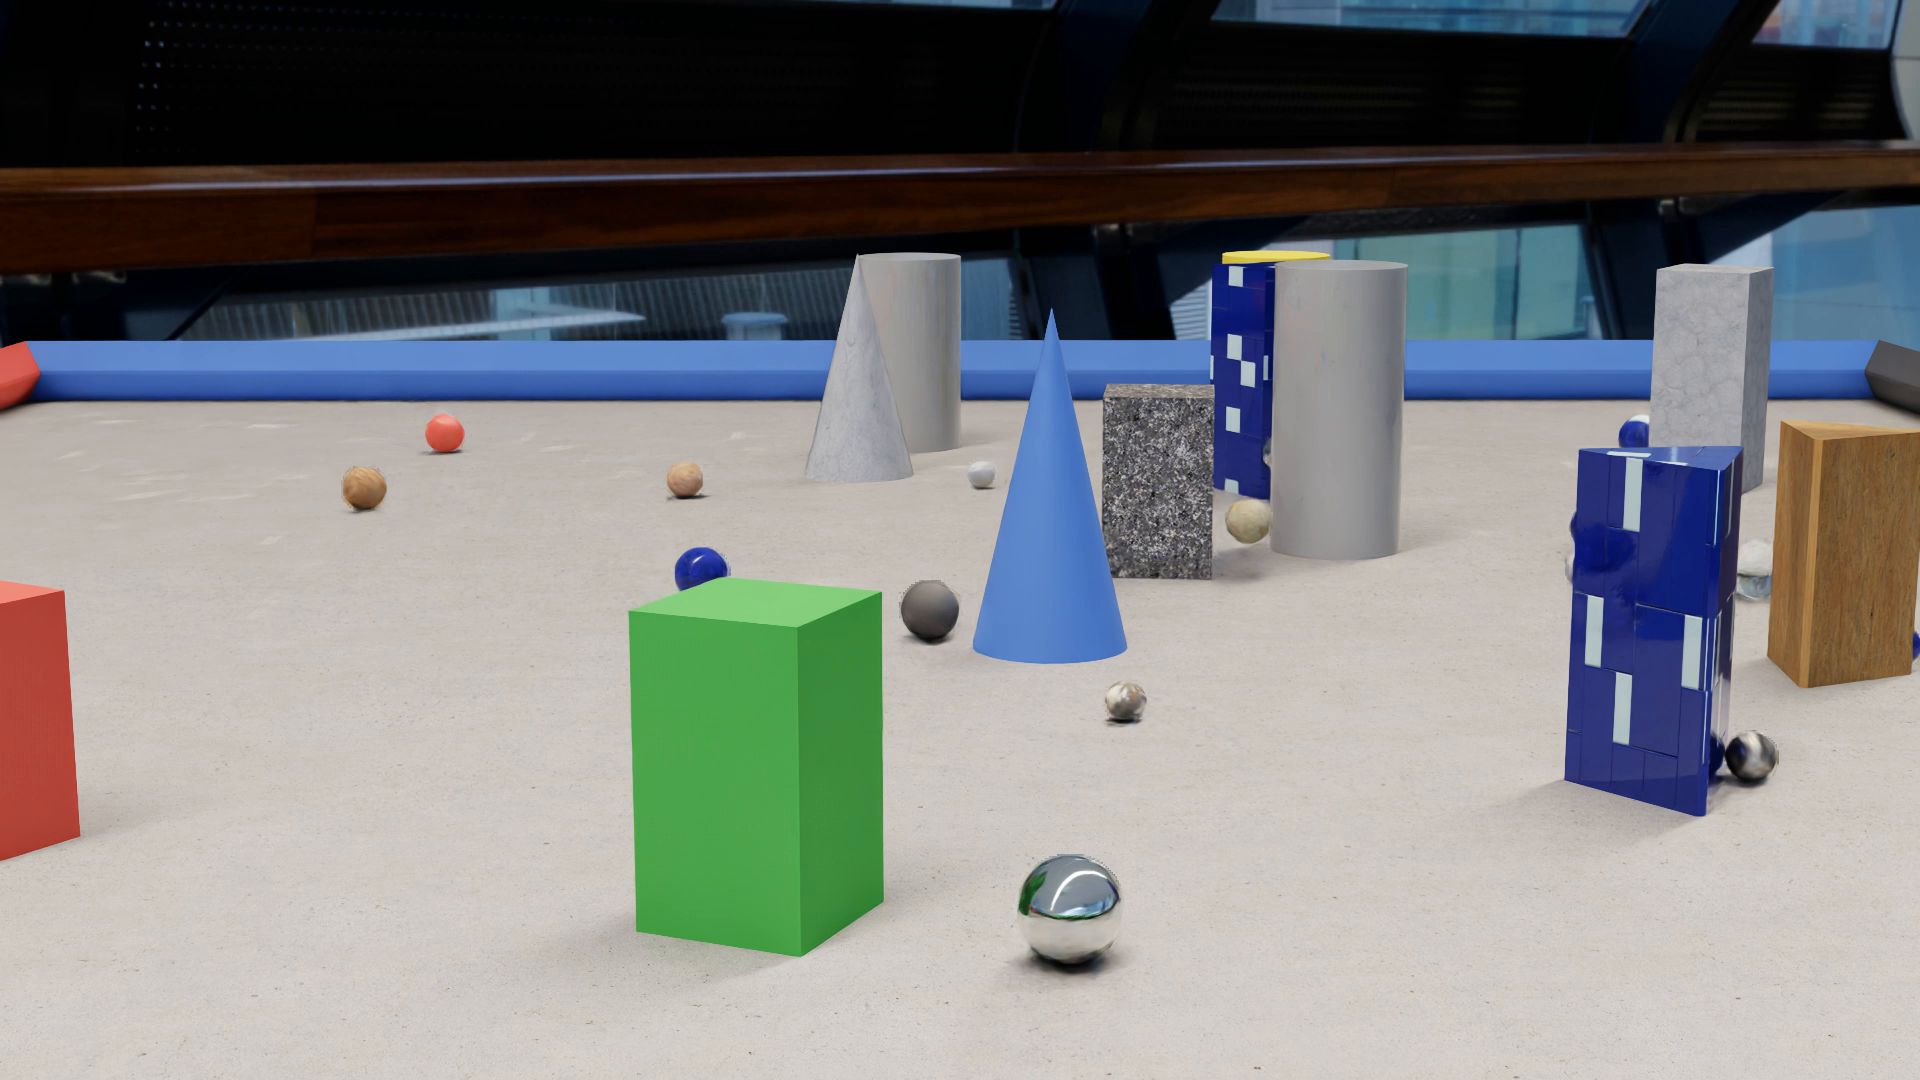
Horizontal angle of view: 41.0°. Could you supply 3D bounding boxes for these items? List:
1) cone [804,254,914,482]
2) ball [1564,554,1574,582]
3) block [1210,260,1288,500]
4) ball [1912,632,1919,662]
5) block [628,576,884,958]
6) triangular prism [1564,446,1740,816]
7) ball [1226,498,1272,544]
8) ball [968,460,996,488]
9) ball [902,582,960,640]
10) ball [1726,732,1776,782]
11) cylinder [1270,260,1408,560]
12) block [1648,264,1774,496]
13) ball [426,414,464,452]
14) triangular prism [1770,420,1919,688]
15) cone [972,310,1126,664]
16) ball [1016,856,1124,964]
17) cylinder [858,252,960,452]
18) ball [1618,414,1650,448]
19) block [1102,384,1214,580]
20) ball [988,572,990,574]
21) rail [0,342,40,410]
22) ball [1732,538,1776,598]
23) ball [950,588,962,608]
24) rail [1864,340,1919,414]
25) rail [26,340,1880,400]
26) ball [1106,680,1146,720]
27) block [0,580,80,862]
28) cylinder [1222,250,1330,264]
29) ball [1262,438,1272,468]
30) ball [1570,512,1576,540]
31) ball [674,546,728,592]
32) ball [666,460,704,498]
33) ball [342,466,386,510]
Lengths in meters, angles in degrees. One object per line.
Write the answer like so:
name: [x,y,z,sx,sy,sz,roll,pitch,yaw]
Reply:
cone: [-0.182,-0.314,4.589,0.197,0.398,0.197,0,10,0]
ball: [0.880,0.040,3.634,0.048,0.048,0.048,0,10,0]
block: [0.542,-0.279,4.424,0.158,0.388,0.158,-6,12,-28]
ball: [1.153,0.130,3.139,0.046,0.046,0.046,0,10,0]
block: [-0.171,0.189,2.198,0.158,0.279,0.158,5,11,24]
triangular prism: [0.735,0.082,2.598,0.148,0.344,0.171,-8,13,-36]
ball: [0.415,-0.027,3.695,0.065,0.065,0.065,0,10,0]
ball: [0.037,-0.115,4.473,0.048,0.048,0.048,0,10,0]
ball: [-0.038,0.090,3.293,0.075,0.075,0.075,0,10,0]
ball: [0.814,0.223,2.641,0.051,0.051,0.051,0,10,0]
cylinder: [0.571,-0.200,3.879,0.197,0.432,0.197,0,10,0]
block: [1.303,-0.281,4.454,0.158,0.381,0.158,7,12,32]
ball: [-0.980,-0.203,4.879,0.073,0.073,0.073,0,10,0]
triangular prism: [1.044,0.010,3.114,0.171,0.297,0.148,-5,12,-25]
cone: [0.114,-0.077,3.219,0.197,0.431,0.197,0,10,0]
ball: [0.090,0.303,2.103,0.089,0.089,0.089,0,10,0]
cylinder: [-0.097,-0.363,4.941,0.197,0.365,0.197,0,10,0]
ball: [1.260,-0.185,4.733,0.092,0.092,0.092,0,10,0]
block: [0.289,-0.087,3.737,0.158,0.262,0.158,1,11,5]
ball: [0.081,0.052,3.379,0.087,0.087,0.087,0,10,0]
rail: [-2.016,0.035,3.437,0.045,0.128,4.483,0,10,0]
ball: [1.101,0.039,3.546,0.082,0.082,0.082,0,10,0]
ball: [-0.021,0.084,3.364,0.044,0.044,0.044,0,10,0]
rail: [2.016,0.031,3.460,0.045,0.128,4.483,0,10,0]
rail: [-0.013,-0.371,5.630,4.079,0.128,0.045,0,10,0]
ball: [0.187,0.180,2.886,0.045,0.045,0.045,0,10,0]
block: [-0.950,0.170,2.406,0.158,0.240,0.158,6,12,31]
cylinder: [0.583,-0.339,4.766,0.197,0.382,0.197,0,10,0]
ball: [0.536,-0.146,4.287,0.062,0.062,0.062,0,10,0]
ball: [0.959,-0.018,3.875,0.075,0.075,0.075,0,10,0]
ball: [-0.356,0.047,3.525,0.075,0.075,0.075,0,10,0]
ball: [-0.468,-0.104,4.373,0.063,0.063,0.063,0,10,0]
ball: [-0.988,-0.086,4.255,0.071,0.071,0.071,0,10,0]
